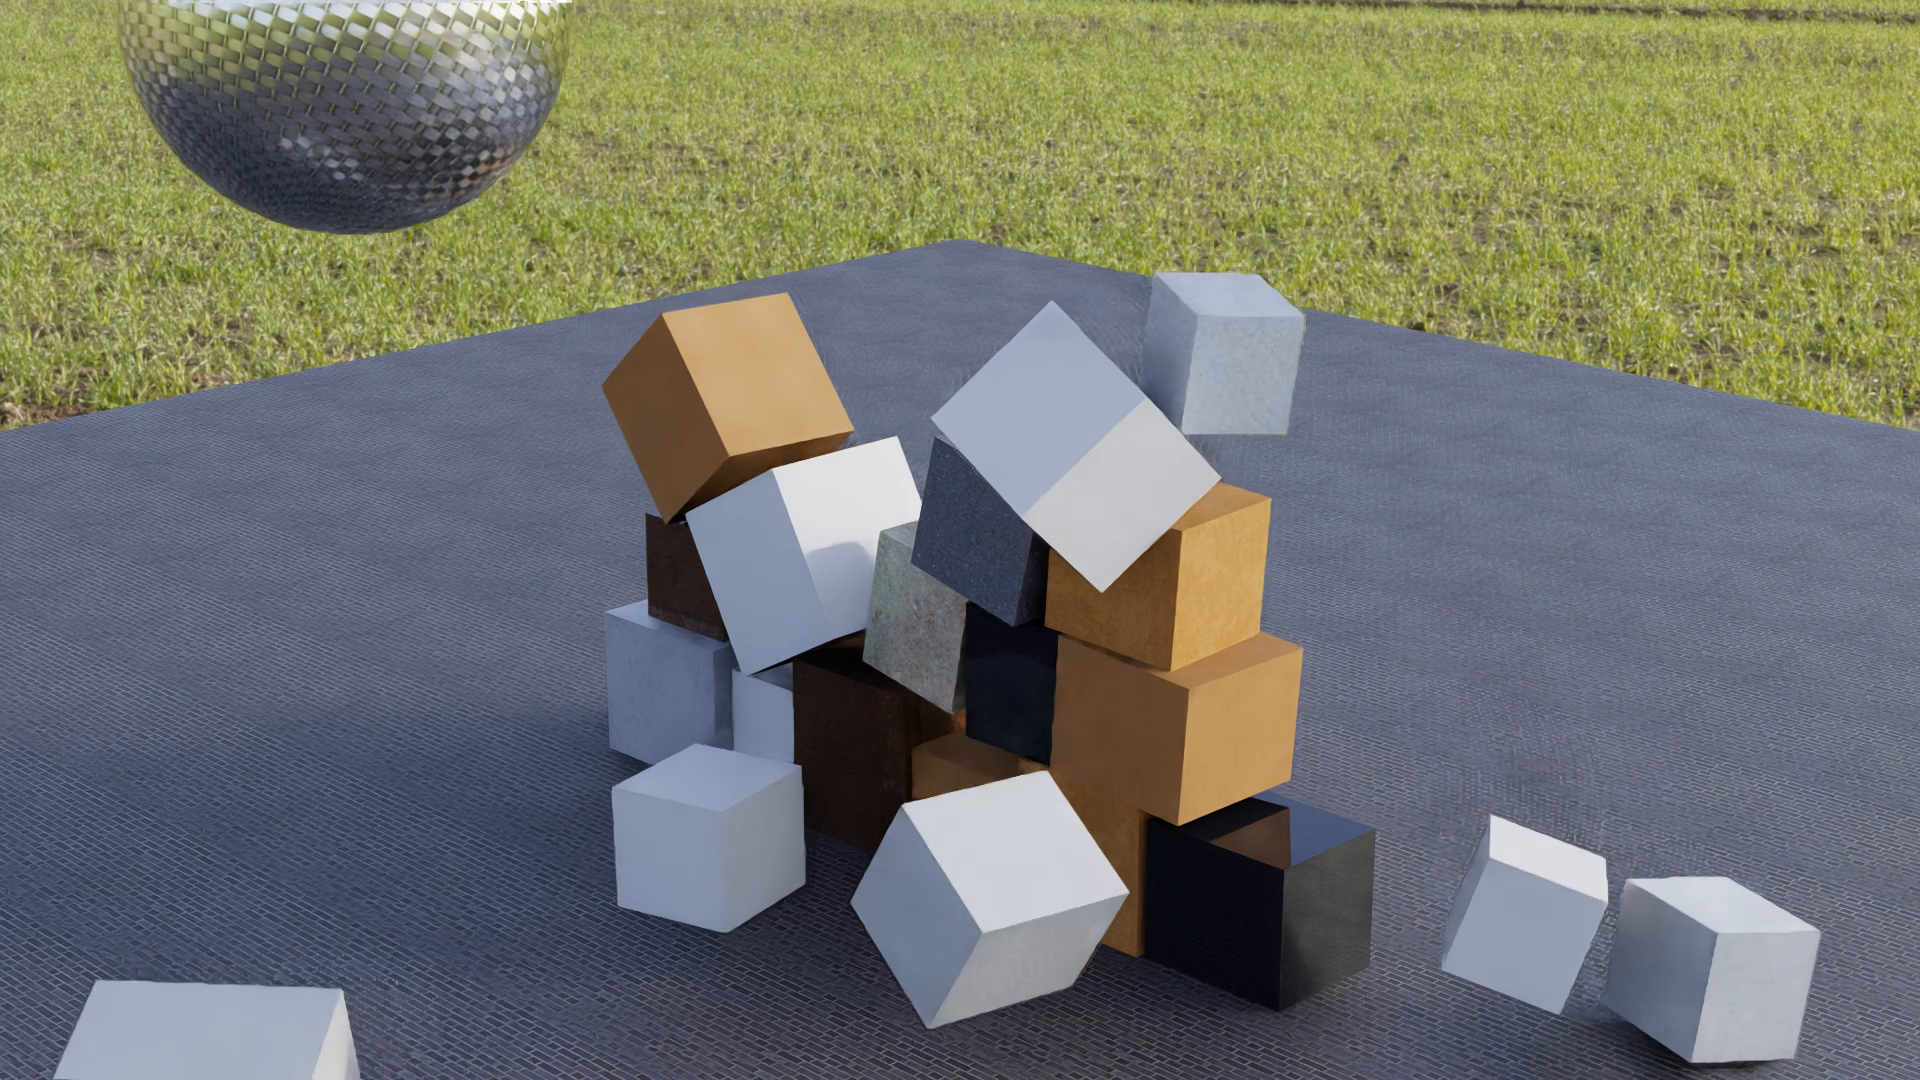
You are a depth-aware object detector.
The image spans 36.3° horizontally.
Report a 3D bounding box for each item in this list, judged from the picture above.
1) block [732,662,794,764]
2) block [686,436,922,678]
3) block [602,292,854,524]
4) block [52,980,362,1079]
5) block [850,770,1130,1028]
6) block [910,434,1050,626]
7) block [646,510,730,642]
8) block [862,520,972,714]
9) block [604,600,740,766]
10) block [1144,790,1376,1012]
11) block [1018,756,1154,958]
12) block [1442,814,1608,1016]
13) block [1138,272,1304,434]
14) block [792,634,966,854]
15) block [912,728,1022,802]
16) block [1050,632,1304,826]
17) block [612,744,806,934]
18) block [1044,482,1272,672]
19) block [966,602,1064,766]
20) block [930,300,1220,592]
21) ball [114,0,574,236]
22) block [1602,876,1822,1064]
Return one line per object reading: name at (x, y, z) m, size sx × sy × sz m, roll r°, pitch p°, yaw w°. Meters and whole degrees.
block at (-0.711, 0.918, 14.396) m, size 0.595 × 0.616 × 0.544 m, roll -17°, pitch 24°, yaw -42°
block at (-0.667, 0.079, 14.020) m, size 0.798 × 0.836 × 0.735 m, roll -17°, pitch -5°, yaw -42°
block at (-1.145, -0.648, 14.394) m, size 0.765 × 0.794 × 0.695 m, roll -14°, pitch -19°, yaw -40°
block at (-2.580, 2.085, 10.040) m, size 0.869 × 0.788 × 0.792 m, roll 1°, pitch 36°, yaw 4°
block at (0.100, 1.274, 10.452) m, size 0.649 × 0.558 × 0.578 m, roll -10°, pitch 52°, yaw -36°
block at (0.308, -0.119, 12.909) m, size 0.632 × 0.630 × 0.726 m, roll 31°, pitch 33°, yaw 34°
block at (-1.160, 0.124, 14.606) m, size 0.572 × 0.538 × 0.561 m, roll 17°, pitch 24°, yaw 42°
block at (0.002, 0.311, 13.429) m, size 0.579 × 0.667 × 0.591 m, roll -17°, pitch 35°, yaw -42°
block at (-1.217, 0.717, 14.842) m, size 0.779 × 0.733 × 0.839 m, roll -17°, pitch 24°, yaw -42°
block at (1.274, 1.506, 12.489) m, size 0.740 × 0.638 × 0.612 m, roll 17°, pitch 24°, yaw 42°
block at (0.736, 1.310, 12.972) m, size 0.643 × 0.722 × 0.708 m, roll -17°, pitch 24°, yaw -42°
block at (2.277, 1.505, 11.824) m, size 0.493 × 0.515 × 0.508 m, roll 21°, pitch 17°, yaw 5°
block at (1.067, -0.769, 12.054) m, size 0.462 × 0.510 × 0.527 m, roll -1°, pitch 24°, yaw -17°
block at (-0.256, 0.955, 13.911) m, size 0.759 × 0.836 × 0.744 m, roll 17°, pitch 24°, yaw 42°
block at (0.240, 1.226, 13.456) m, size 0.660 × 0.592 × 0.639 m, roll -17°, pitch 24°, yaw -42°
block at (0.925, 0.722, 12.584) m, size 0.736 × 0.619 × 0.740 m, roll -16°, pitch 28°, yaw -42°
block at (-1.119, 1.328, 13.145) m, size 0.592 × 0.573 × 0.625 m, roll 9°, pitch 20°, yaw 30°
block at (0.839, 0.096, 12.476) m, size 0.681 × 0.621 × 0.625 m, roll 19°, pitch 26°, yaw 37°
block at (0.438, 0.580, 13.041) m, size 0.574 × 0.629 × 0.583 m, roll -17°, pitch 24°, yaw -42°
block at (0.473, -0.371, 11.858) m, size 0.663 × 0.678 × 0.779 m, roll 48°, pitch 4°, yaw 36°
ball at (-2.185, -1.890, 10.458) m, size 1.600 × 1.600 × 1.600 m, roll 0°, pitch 17°, yaw 0°
block at (3.015, 1.721, 11.799) m, size 0.507 × 0.544 × 0.601 m, roll 2°, pitch 14°, yaw -24°
